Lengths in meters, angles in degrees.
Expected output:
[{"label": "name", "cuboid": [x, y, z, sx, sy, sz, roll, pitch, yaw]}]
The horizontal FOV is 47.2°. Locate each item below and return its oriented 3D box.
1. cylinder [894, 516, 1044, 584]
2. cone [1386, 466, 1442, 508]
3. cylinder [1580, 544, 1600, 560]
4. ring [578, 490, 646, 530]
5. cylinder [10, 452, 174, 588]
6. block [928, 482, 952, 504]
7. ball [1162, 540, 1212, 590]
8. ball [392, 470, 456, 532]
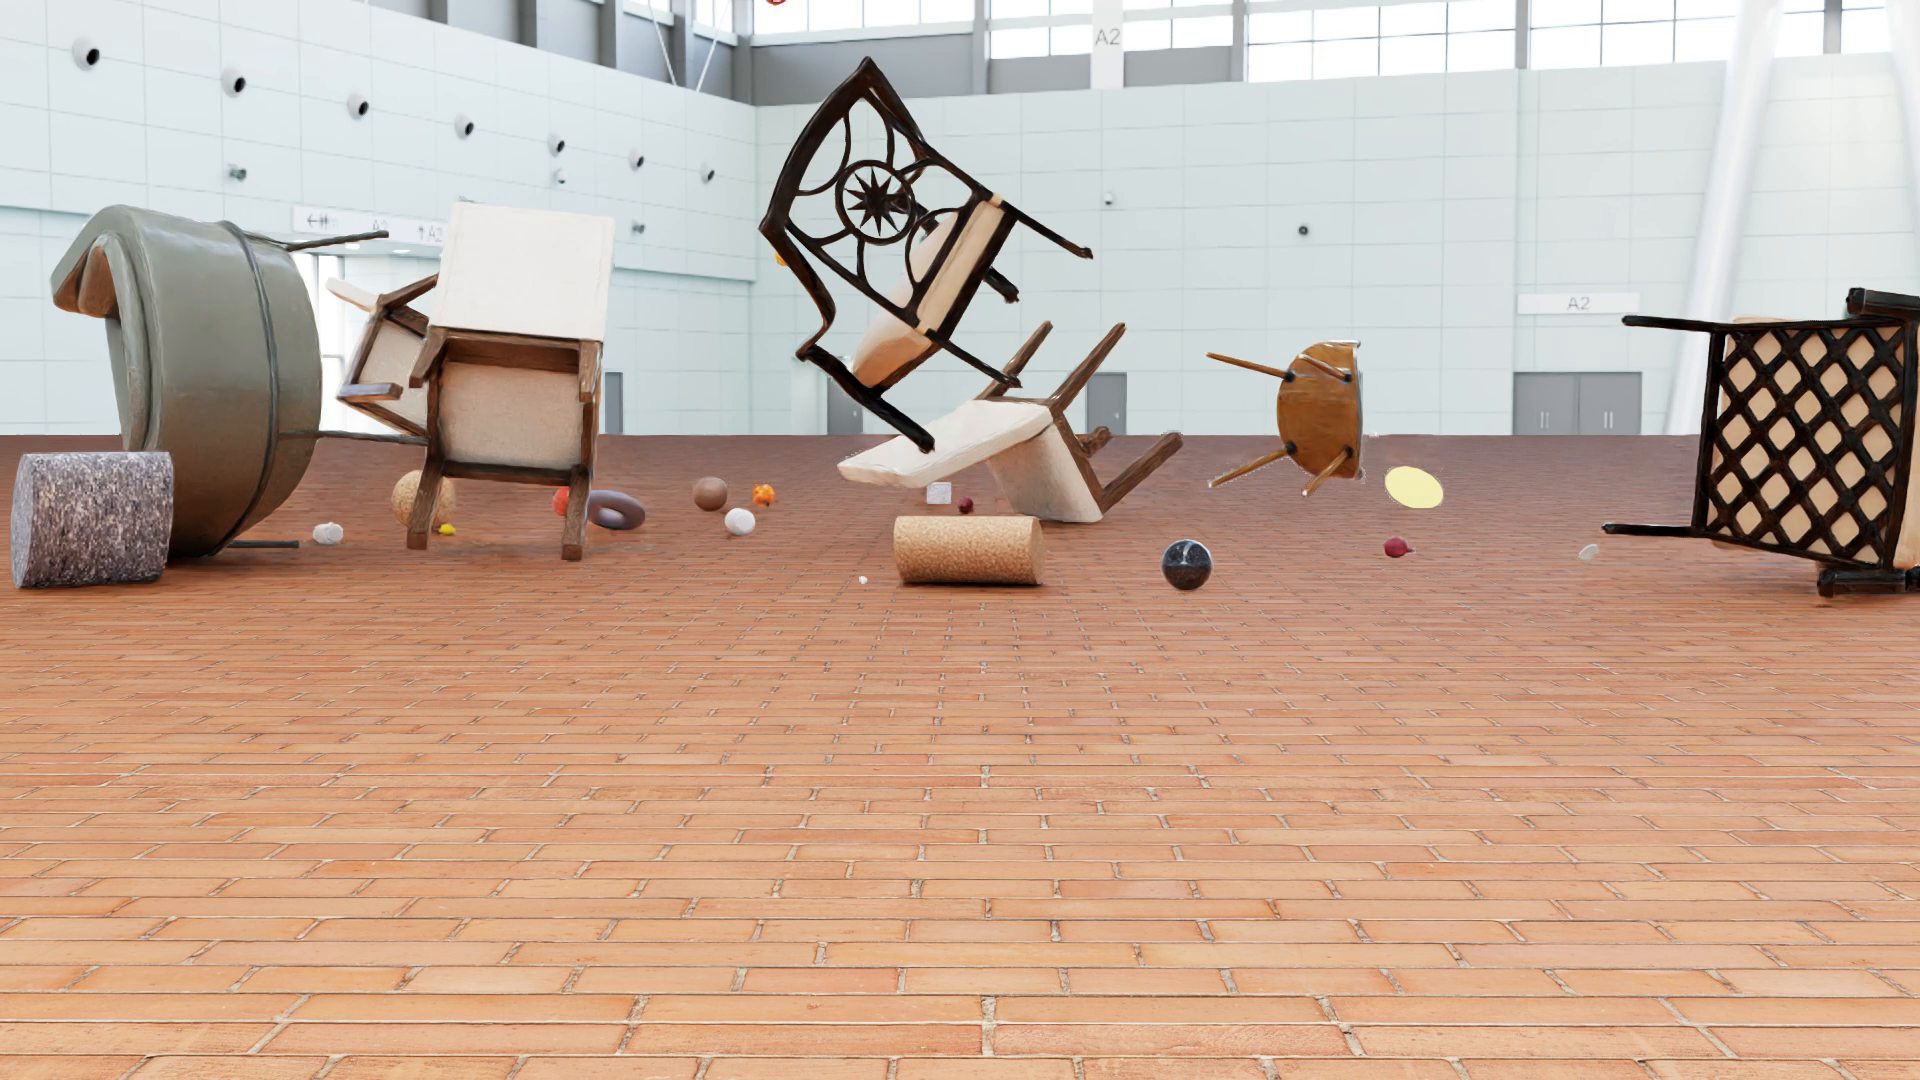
[{"label": "cylinder", "cuboid": [0.024, 0.023, 5.041, 0.312, 0.141, 0.235, 1, -20, 11]}, {"label": "cone", "cuboid": [1.710, -0.165, 8.354, 0.223, 0.094, 0.233, 18, 43, 4]}, {"label": "cylinder", "cuboid": [1.654, 0.033, 5.778, 0.055, 0.030, 0.056, -34, -3, 12]}, {"label": "ring", "cuboid": [-1.101, -0.095, 6.946, 0.223, 0.055, 0.196, 5, -31, 13]}, {"label": "cylinder", "cuboid": [-1.977, -0.047, 5.012, 0.314, 0.319, 0.133, -3, 24, -41]}, {"label": "block", "cuboid": [-0.081, -0.187, 8.729, 0.096, 0.073, 0.156, 0, 4, -1]}, {"label": "ball", "cuboid": [0.506, 0.055, 4.901, 0.115, 0.115, 0.115, 0, 4, 0]}, {"label": "ball", "cuboid": [-1.683, -0.124, 6.906, 0.197, 0.197, 0.197, 0, 4, 0]}]
